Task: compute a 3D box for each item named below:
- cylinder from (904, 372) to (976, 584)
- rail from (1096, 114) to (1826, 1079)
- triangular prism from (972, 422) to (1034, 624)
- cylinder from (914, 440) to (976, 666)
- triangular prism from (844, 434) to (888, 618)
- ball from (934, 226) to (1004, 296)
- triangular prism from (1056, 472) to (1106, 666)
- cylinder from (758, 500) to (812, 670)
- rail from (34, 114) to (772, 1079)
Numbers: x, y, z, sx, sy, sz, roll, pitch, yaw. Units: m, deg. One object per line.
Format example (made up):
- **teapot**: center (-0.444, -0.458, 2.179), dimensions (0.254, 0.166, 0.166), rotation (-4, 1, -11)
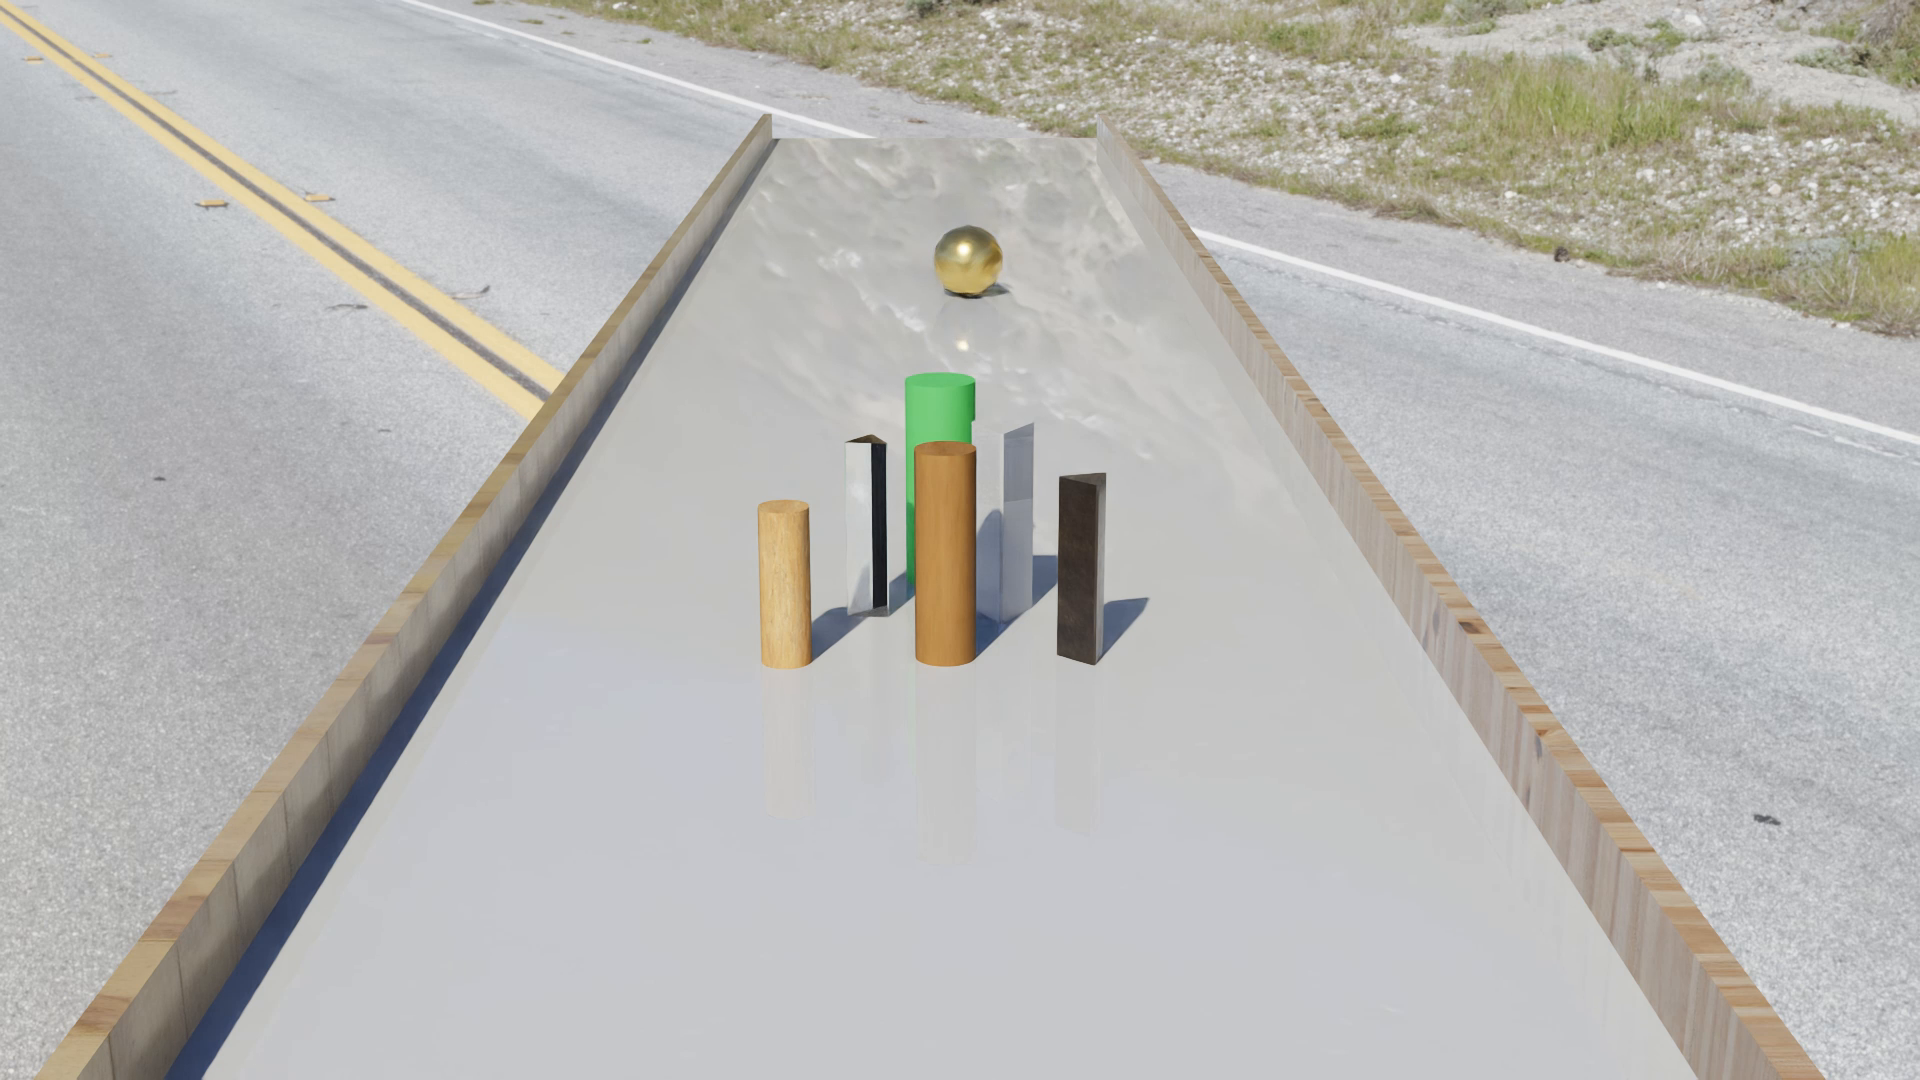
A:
- **cylinder**: center (-0.043, -0.133, 4.876), dimensions (0.154, 0.454, 0.154), rotation (0, 17, 0)
- **rail**: center (0.932, -0.844, 7.801), dimensions (0.050, 0.150, 12.000), rotation (0, 17, -1)
- **triangular prism**: center (0.073, -0.045, 4.658), dimensions (0.111, 0.411, 0.128), rotation (10, 19, 31)
- **cylinder**: center (-0.029, 0.027, 4.375), dimensions (0.123, 0.433, 0.123), rotation (0, 17, 0)
- **triangular prism**: center (-0.192, -0.030, 4.662), dimensions (0.088, 0.380, 0.077), rotation (2, 17, 6)
- **ball**: center (0.031, -1.056, 8.314), dimensions (0.265, 0.265, 0.265), rotation (0, 17, 0)
- **triangular prism**: center (0.260, 0.053, 4.394), dimensions (0.098, 0.373, 0.085), rotation (15, 22, 40)
- **cylinder**: center (-0.347, 0.088, 4.366), dimensions (0.102, 0.322, 0.102), rotation (0, 17, 0)
- **rail**: center (-1.118, -0.838, 7.780), dimensions (0.050, 0.150, 12.000), rotation (0, 17, -1)
